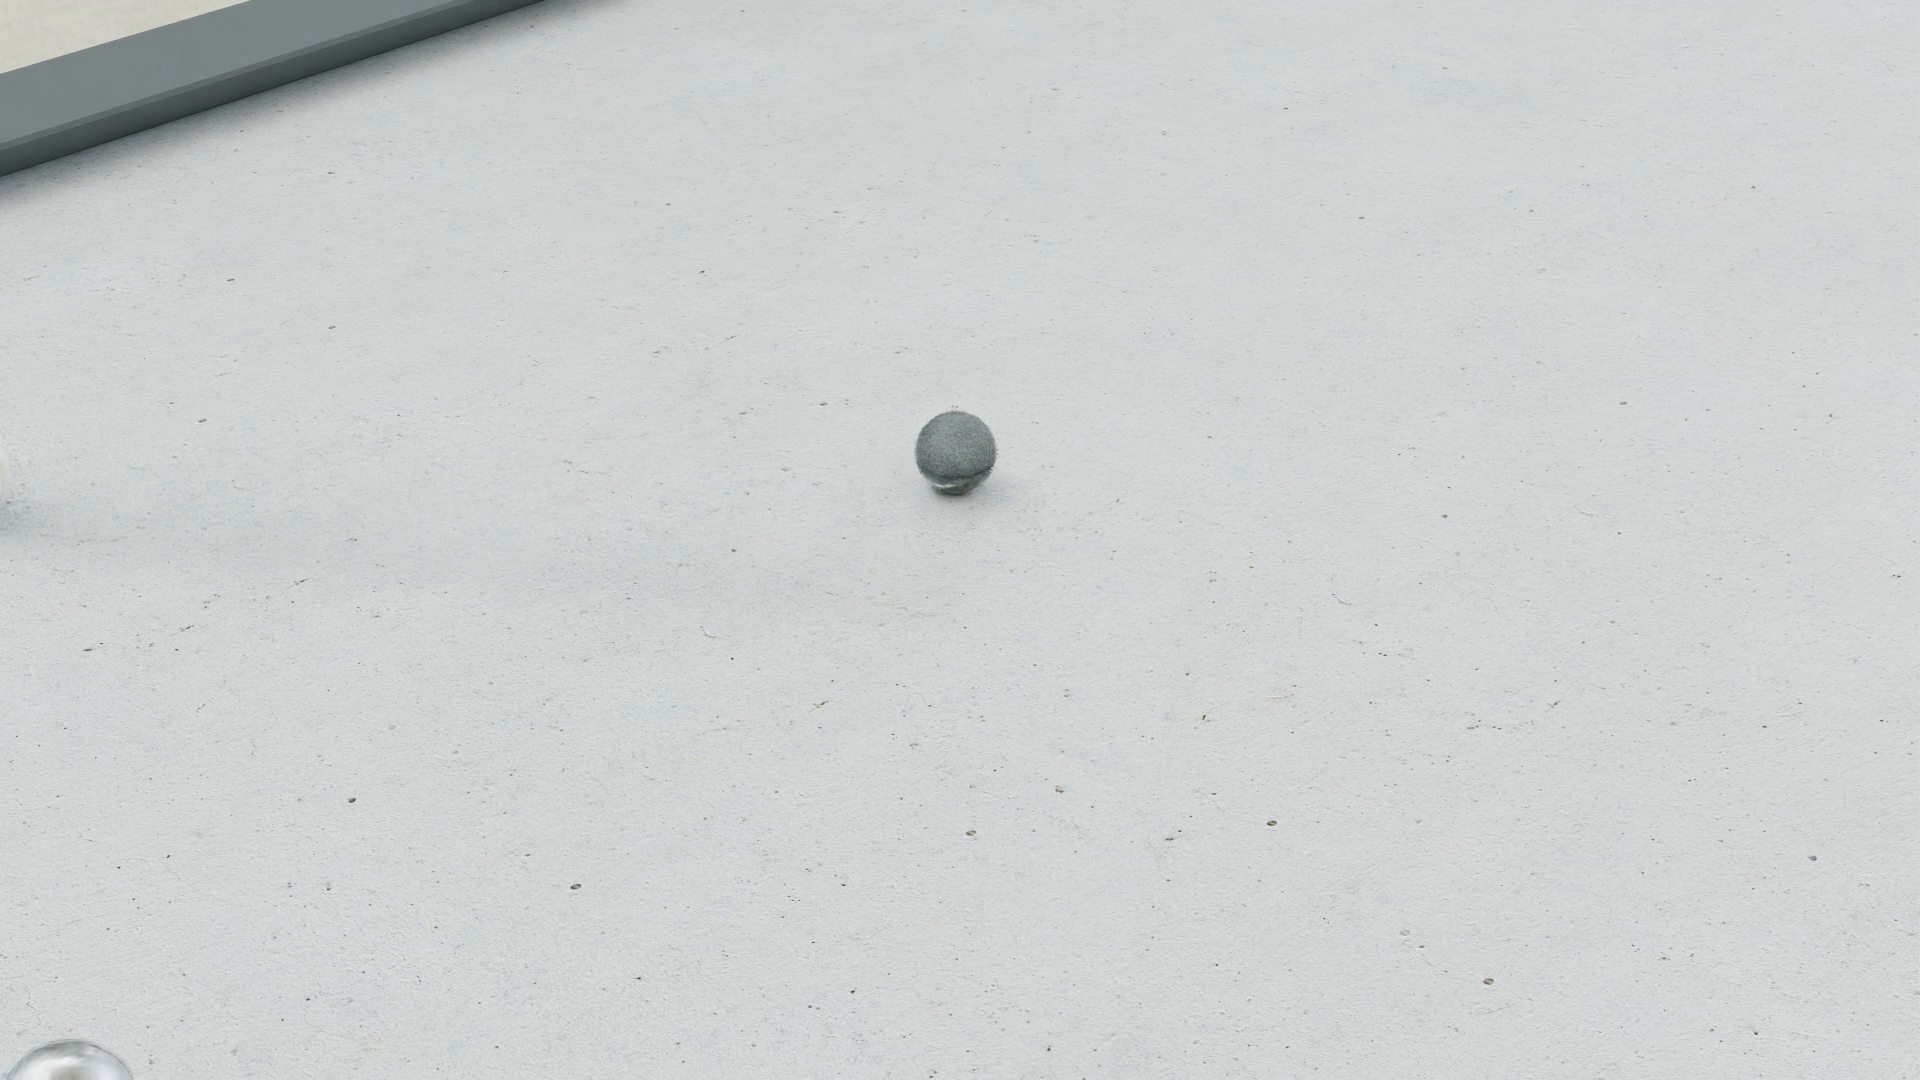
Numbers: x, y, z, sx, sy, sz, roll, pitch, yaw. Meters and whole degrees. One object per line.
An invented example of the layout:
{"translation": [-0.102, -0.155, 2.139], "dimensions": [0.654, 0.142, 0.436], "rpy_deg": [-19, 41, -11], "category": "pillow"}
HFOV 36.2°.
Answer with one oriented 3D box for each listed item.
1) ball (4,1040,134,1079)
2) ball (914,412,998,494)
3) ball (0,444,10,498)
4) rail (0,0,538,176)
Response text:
{"translation": [-0.378, 0.243, 1.246], "dimensions": [0.060, 0.060, 0.060], "rpy_deg": [0, 27, 0], "category": "ball"}
{"translation": [-0.003, -0.055, 1.844], "dimensions": [0.052, 0.052, 0.052], "rpy_deg": [0, 27, 0], "category": "ball"}
{"translation": [-0.617, -0.043, 1.808], "dimensions": [0.063, 0.063, 0.063], "rpy_deg": [0, 27, 0], "category": "ball"}
{"translation": [-0.184, -0.665, 3.018], "dimensions": [0.045, 0.081, 4.156], "rpy_deg": [19, 32, 33], "category": "rail"}
